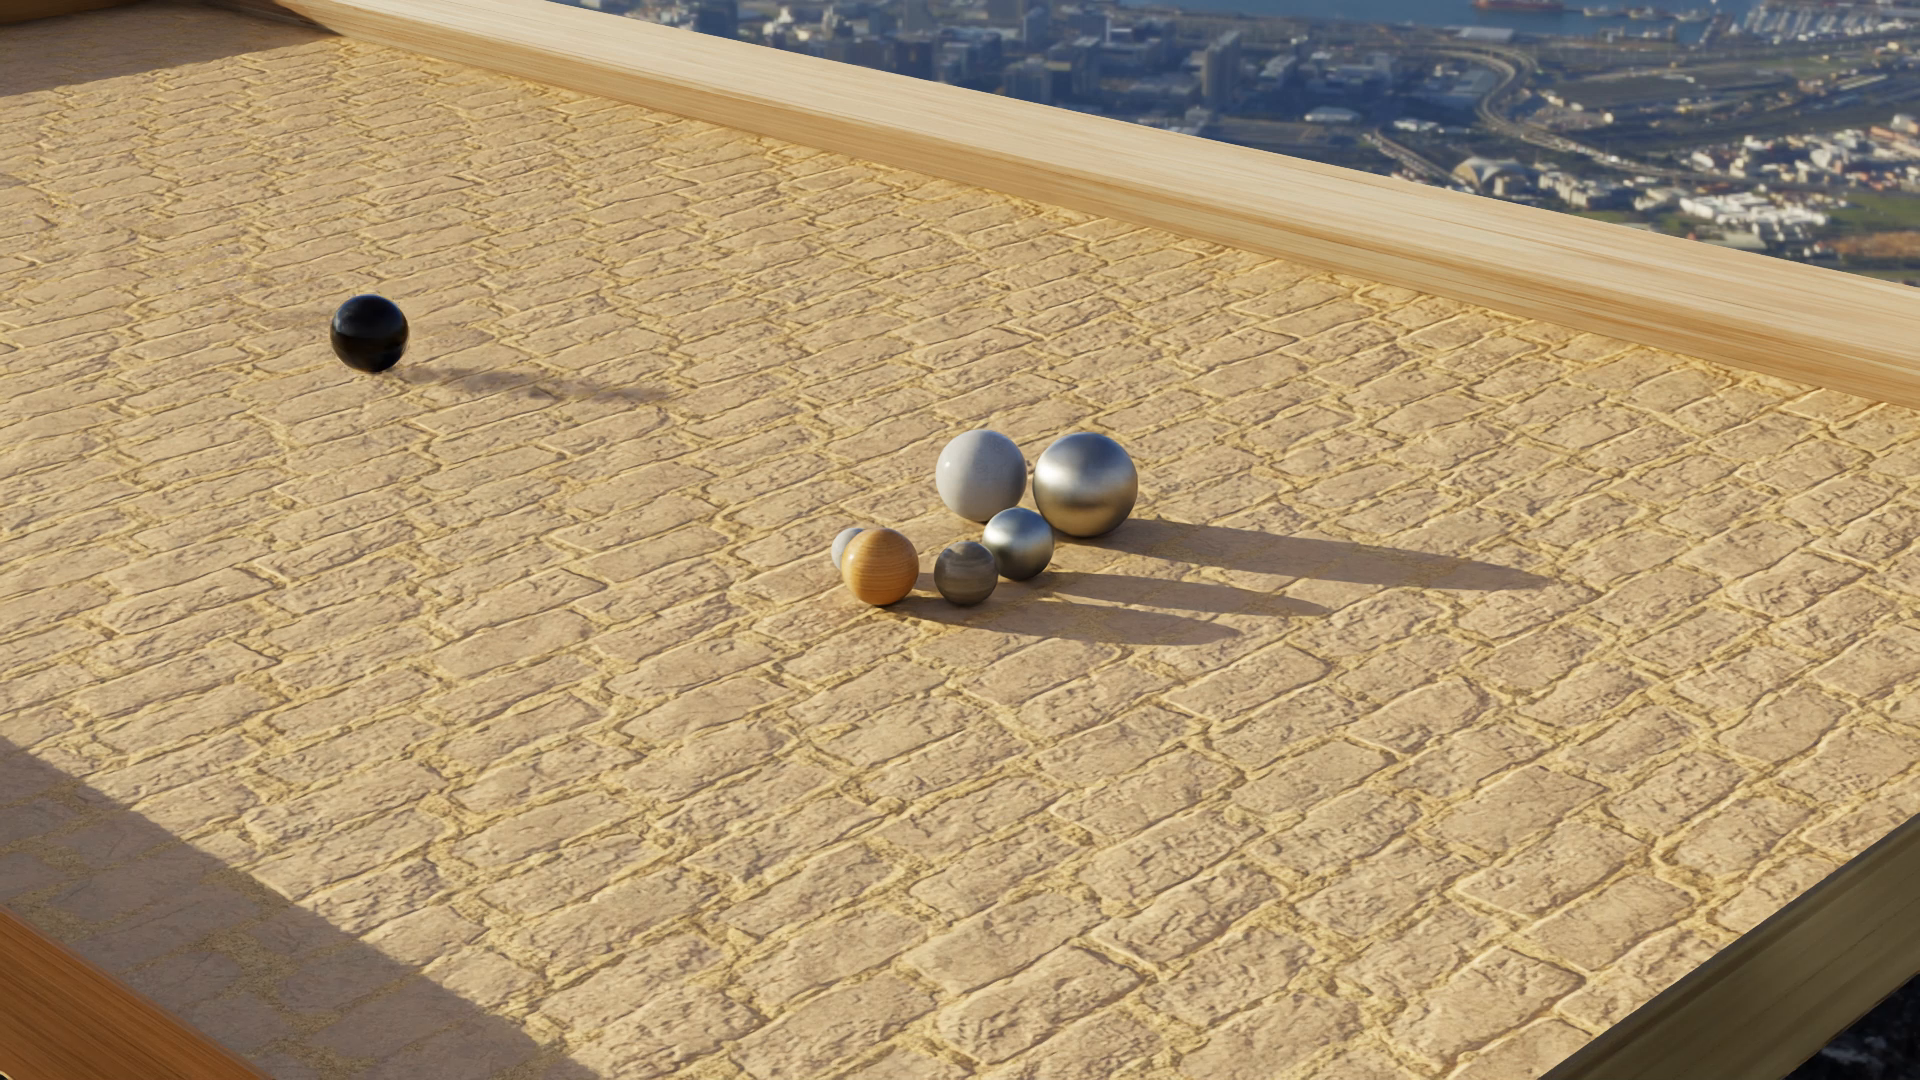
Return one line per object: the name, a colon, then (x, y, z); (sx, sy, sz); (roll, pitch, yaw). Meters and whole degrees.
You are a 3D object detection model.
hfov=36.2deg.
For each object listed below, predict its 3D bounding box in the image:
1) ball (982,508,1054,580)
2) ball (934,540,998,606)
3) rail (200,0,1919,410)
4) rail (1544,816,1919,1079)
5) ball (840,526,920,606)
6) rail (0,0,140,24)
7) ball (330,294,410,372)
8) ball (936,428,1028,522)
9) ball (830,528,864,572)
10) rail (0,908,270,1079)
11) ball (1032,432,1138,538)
ball: (0.052, 0.003, 2.603); (0.065, 0.065, 0.065); (0, 21, 0)
ball: (0.005, 0.029, 2.548); (0.056, 0.056, 0.056); (0, 21, 0)
rail: (-0.006, -0.527, 3.873); (3.796, 0.127, 0.045); (19, 28, 40)
rail: (0.672, 0.204, 2.001); (0.045, 0.127, 2.033); (19, 28, 40)
ball: (-0.069, 0.023, 2.548); (0.068, 0.068, 0.068); (0, 21, 0)
rail: (-2.049, -0.734, 4.402); (0.045, 0.127, 2.033); (19, 28, 40)
ball: (-0.632, -0.221, 3.151); (0.084, 0.084, 0.084); (0, 21, 0)
ball: (0.020, -0.060, 2.735); (0.087, 0.087, 0.087); (0, 21, 0)
ball: (-0.093, 0.010, 2.615); (0.043, 0.043, 0.043); (0, 21, 0)
rail: (-1.372, -0.003, 2.530); (3.796, 0.127, 0.045); (19, 28, 40)
ball: (0.115, -0.050, 2.695); (0.098, 0.098, 0.098); (0, 21, 0)
